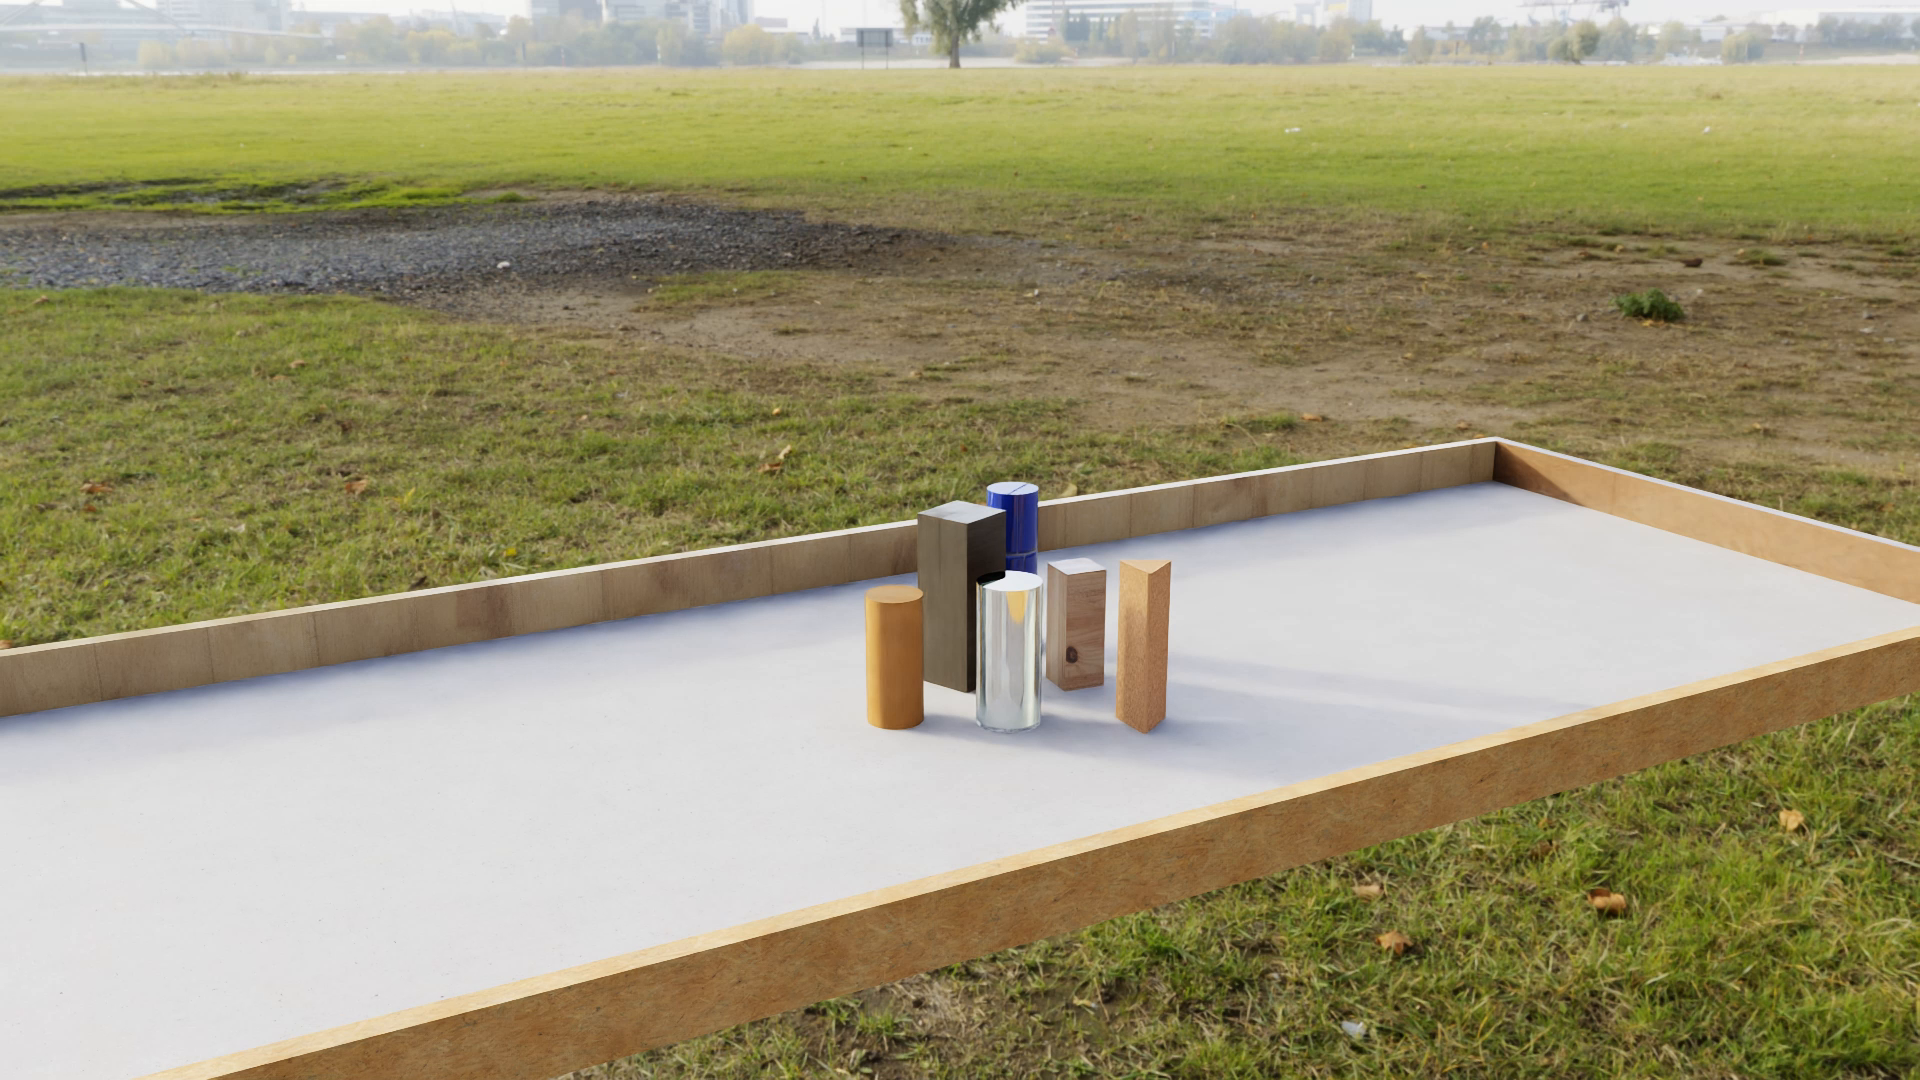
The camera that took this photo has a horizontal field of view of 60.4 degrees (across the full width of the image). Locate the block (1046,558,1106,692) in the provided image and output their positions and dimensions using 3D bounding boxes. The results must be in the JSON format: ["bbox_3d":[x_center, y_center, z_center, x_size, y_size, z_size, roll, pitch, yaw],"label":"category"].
[{"bbox_3d":[0.288,0.210,4.104,0.108,0.303,0.108,-7,18,-22],"label":"block"}]

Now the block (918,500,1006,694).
[{"bbox_3d":[0.004,0.139,4.110,0.156,0.435,0.156,13,21,37],"label":"block"}]

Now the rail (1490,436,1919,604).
[{"bbox_3d":[2.466,-0.048,5.253,0.050,0.150,2.100,-9,18,-27],"label":"rail"}]

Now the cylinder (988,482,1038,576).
[{"bbox_3d":[0.137,0.071,4.354,0.134,0.429,0.134,0,16,0],"label":"cylinder"}]

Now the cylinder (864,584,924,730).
[{"bbox_3d":[-0.153,0.274,3.869,0.135,0.311,0.135,0,16,0],"label":"cylinder"}]

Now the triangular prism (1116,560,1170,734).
[{"bbox_3d":[0.414,0.241,3.843,0.101,0.390,0.117,9,19,29],"label":"triangular prism"}]

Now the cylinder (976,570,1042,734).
[{"bbox_3d":[0.114,0.261,3.850,0.153,0.348,0.153,0,16,0],"label":"cylinder"}]

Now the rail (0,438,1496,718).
[{"bbox_3d":[-3.305,0.497,3.399,12.000,0.150,0.050,-9,18,-27],"label":"rail"}]

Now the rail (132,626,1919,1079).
[{"bbox_3d":[-2.336,1.006,1.665,12.000,0.150,0.050,-9,18,-27],"label":"rail"}]
